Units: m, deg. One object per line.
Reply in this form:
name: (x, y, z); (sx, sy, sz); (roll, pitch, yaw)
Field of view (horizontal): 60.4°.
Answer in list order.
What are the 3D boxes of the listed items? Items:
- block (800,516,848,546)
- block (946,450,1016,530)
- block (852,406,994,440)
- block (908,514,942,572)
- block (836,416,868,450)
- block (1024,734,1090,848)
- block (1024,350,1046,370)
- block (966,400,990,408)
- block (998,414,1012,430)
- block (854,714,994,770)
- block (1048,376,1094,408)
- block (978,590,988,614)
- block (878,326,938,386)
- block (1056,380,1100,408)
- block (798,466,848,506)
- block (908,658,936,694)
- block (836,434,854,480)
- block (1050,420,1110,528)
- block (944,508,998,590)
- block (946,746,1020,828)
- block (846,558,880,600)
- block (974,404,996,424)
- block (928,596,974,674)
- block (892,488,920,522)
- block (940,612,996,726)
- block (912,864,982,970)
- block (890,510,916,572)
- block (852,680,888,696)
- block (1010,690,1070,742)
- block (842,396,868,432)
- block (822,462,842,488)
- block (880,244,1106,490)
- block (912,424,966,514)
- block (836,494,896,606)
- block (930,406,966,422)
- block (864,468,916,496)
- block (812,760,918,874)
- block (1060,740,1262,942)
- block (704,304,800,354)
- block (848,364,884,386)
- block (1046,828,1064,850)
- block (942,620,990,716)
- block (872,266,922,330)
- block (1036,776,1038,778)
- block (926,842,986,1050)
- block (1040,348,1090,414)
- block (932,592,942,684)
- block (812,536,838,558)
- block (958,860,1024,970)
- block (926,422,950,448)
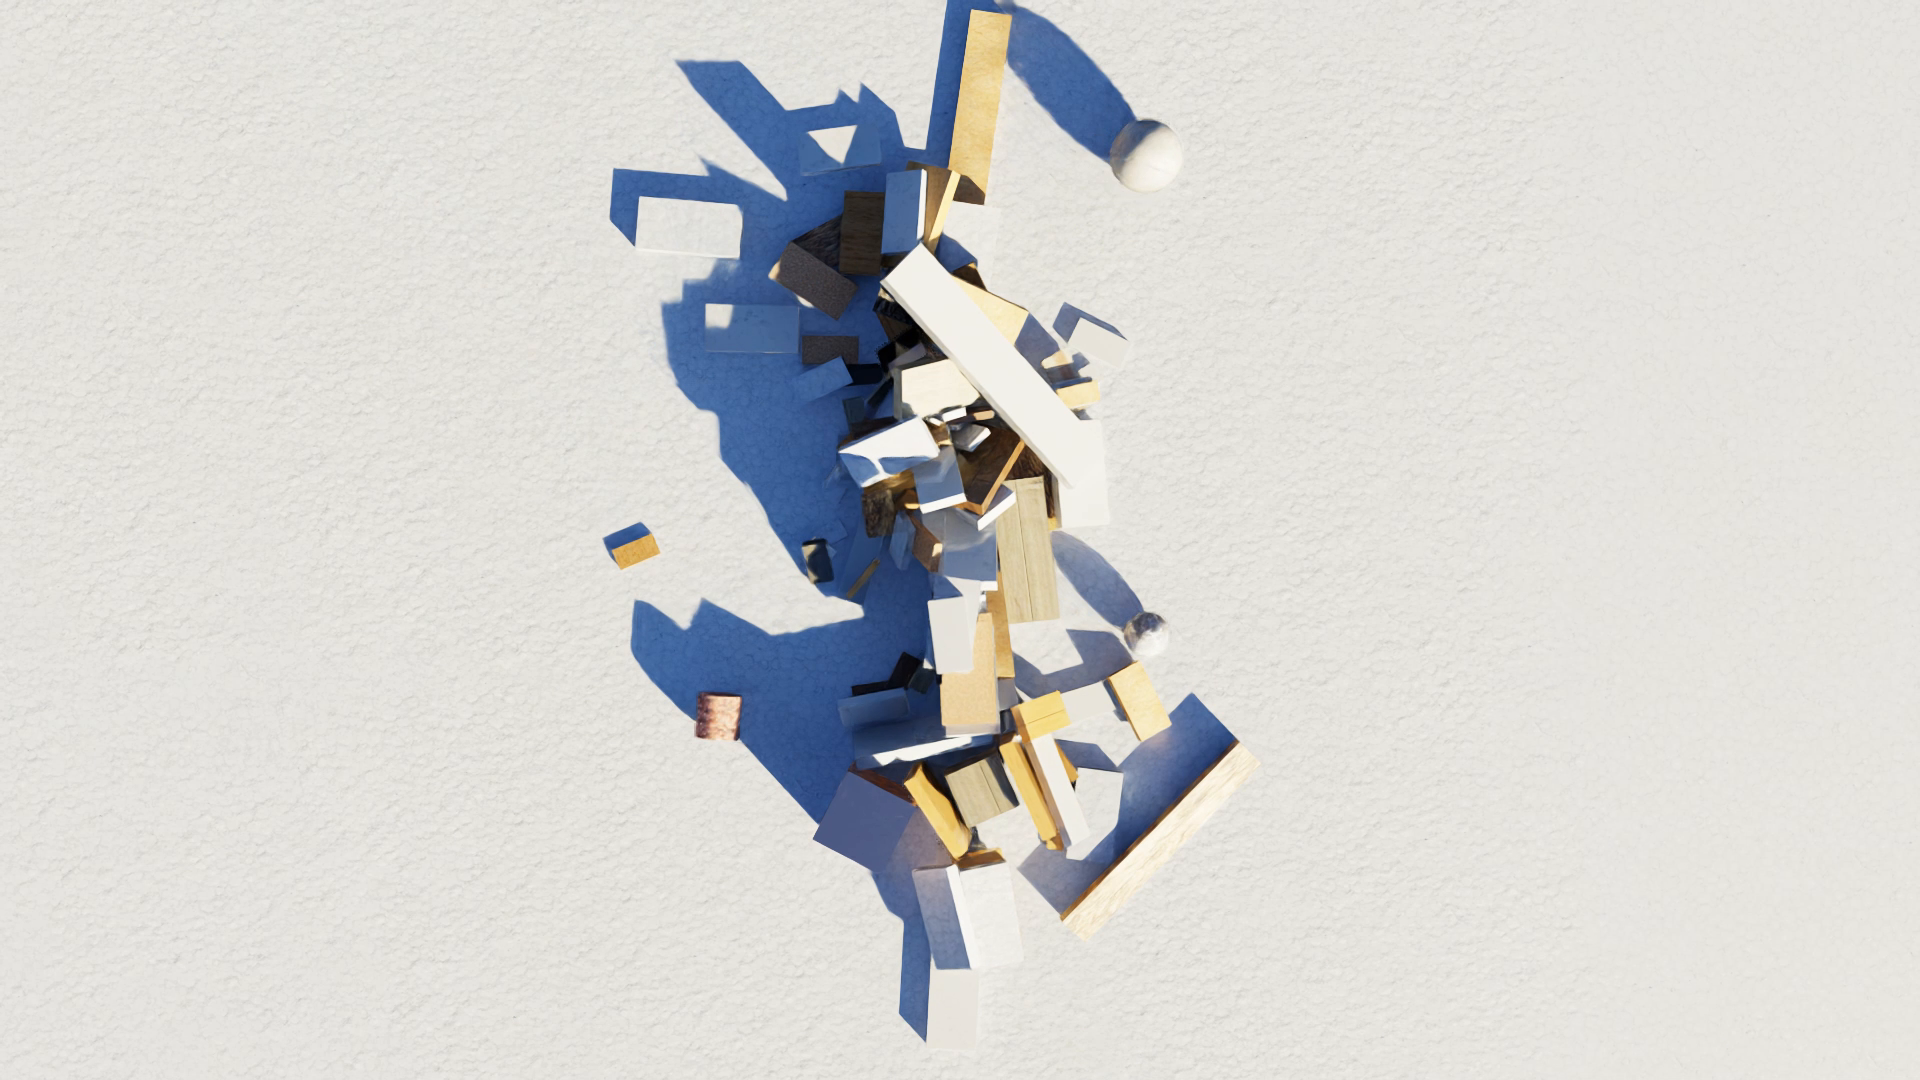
block: (-0.450, -0.012, 5.490); (0.142, 0.020, 0.071); (-28, 90, 0)
block: (0.004, -0.175, 5.364); (0.165, 0.047, 0.330); (-39, 56, -24)
block: (-0.125, -0.392, 5.407); (0.459, 0.095, 0.027); (-10, 116, -4)
block: (-0.126, 0.009, 5.349); (0.027, 0.301, 0.095); (4, 108, -22)
block: (-0.334, -0.331, 5.448); (0.071, 0.020, 0.142); (42, 85, 2)
block: (0.304, 0.779, 5.368); (0.032, 0.112, 0.429); (-25, 85, 36)
block: (0.106, -0.534, 5.466); (0.387, 0.014, 0.050); (-22, 90, 0)
block: (0.069, -0.458, 5.440); (0.101, 0.050, 0.014); (-6, 116, 4)
block: (0.199, -0.413, 5.491); (0.134, 0.019, 0.067); (-22, 90, 0)
block: (-0.122, 0.648, 5.414); (0.448, 0.167, 0.047); (-12, 115, 0)
block: (0.353, -0.478, 5.437); (0.182, 0.026, 0.091); (-14, 99, -3)
block: (-0.001, 0.171, 5.359); (0.173, 0.049, 0.346); (-3, 62, 1)
block: (-0.153, -0.564, 5.380); (0.152, 0.152, 0.152); (-32, 134, 10)
block: (0.390, -0.477, 5.418); (0.134, 0.019, 0.067); (-13, 99, -3)
block: (-0.455, -0.180, 5.489); (0.149, 0.021, 0.074); (27, 90, 0)
block: (-0.110, 0.438, 5.472); (0.069, 0.020, 0.139); (31, 90, -34)
block: (-0.373, -0.273, 5.489); (0.074, 0.021, 0.149); (4, 90, 0)
block: (0.390, -0.217, 5.441); (0.173, 0.049, 0.347); (-5, 89, -22)
block: (0.036, 0.011, 5.286); (0.165, 0.047, 0.330); (-1, 54, 2)
block: (0.073, 0.809, 5.408); (0.184, 0.184, 0.184); (-24, 90, 0)
block: (-0.318, 0.127, 5.430); (0.021, 0.076, 0.151); (39, 93, -3)
block: (0.107, -0.474, 5.487); (0.190, 0.027, 0.095); (-44, 90, 0)
block: (-0.028, 0.292, 5.071); (0.112, 0.032, 0.225); (-8, 91, 1)
block: (-0.186, -0.108, 5.404); (0.076, 0.021, 0.151); (20, 135, -31)
block: (0.022, 0.408, 5.234); (0.173, 0.049, 0.346); (-3, 91, 1)
block: (-0.046, 1.231, 5.378); (0.167, 0.047, 0.335); (-15, 88, 44)
block: (-0.188, 0.003, 5.399); (0.027, 0.190, 0.095); (-13, 52, -24)
block: (-0.287, 0.510, 5.490); (0.139, 0.020, 0.069); (-9, 90, 0)
block: (0.265, 0.575, 5.380); (0.034, 0.238, 0.119); (-25, 82, 37)
block: (-0.343, -0.406, 5.478); (0.068, 0.019, 0.137); (-13, 82, -3)
block: (-0.422, -0.210, 5.413); (0.013, 0.045, 0.090); (36, 107, -14)
block: (0.115, -0.550, 5.296); (0.910, 0.049, 0.173); (47, 71, -13)
block: (-0.078, -0.230, 5.293); (0.144, 0.041, 0.297); (-16, 52, 4)
block: (-0.286, -0.060, 5.469); (0.091, 0.026, 0.553); (17, 94, 0)
block: (-0.078, -0.430, 5.400); (0.093, 0.186, 0.026); (-20, 118, -36)
block: (-0.187, -0.234, 5.382); (0.288, 0.041, 0.144); (-22, 55, -1)
block: (-0.305, 0.902, 5.377); (0.247, 0.247, 0.247); (28, 90, 0)
block: (0.664, 0.997, 5.463); (0.831, 0.034, 0.119); (-45, 111, 0)
block: (-0.690, -0.701, 5.478); (0.307, 0.043, 0.153); (1, 90, 0)
block: (-0.324, -0.550, 5.490); (0.137, 0.019, 0.068); (-4, 90, 0)
block: (0.324, 0.973, 5.492); (0.054, 0.015, 0.116); (10, 91, -2)
block: (0.014, 0.400, 5.148); (0.144, 0.041, 0.287); (-4, 91, 1)
block: (-0.114, -0.765, 5.372); (0.307, 0.043, 0.153); (20, 107, -4)
block: (0.253, 0.795, 5.420); (0.054, 0.015, 0.108); (23, 98, 11)
block: (-0.012, 1.349, 5.477); (0.164, 0.046, 0.673); (3, 90, 0)
block: (0.355, -0.524, 5.458); (0.095, 0.027, 0.203); (-29, 99, -1)
block: (-0.011, 0.306, 5.188); (0.144, 0.041, 0.287); (-3, 91, 1)
block: (-0.454, 0.026, 5.450); (0.090, 0.013, 0.045); (35, 110, -22)
block: (0.100, 1.224, 5.386); (0.164, 0.046, 0.328); (-10, 92, -9)
block: (-0.131, -0.324, 5.333); (0.190, 0.027, 0.095); (-17, 52, 3)
